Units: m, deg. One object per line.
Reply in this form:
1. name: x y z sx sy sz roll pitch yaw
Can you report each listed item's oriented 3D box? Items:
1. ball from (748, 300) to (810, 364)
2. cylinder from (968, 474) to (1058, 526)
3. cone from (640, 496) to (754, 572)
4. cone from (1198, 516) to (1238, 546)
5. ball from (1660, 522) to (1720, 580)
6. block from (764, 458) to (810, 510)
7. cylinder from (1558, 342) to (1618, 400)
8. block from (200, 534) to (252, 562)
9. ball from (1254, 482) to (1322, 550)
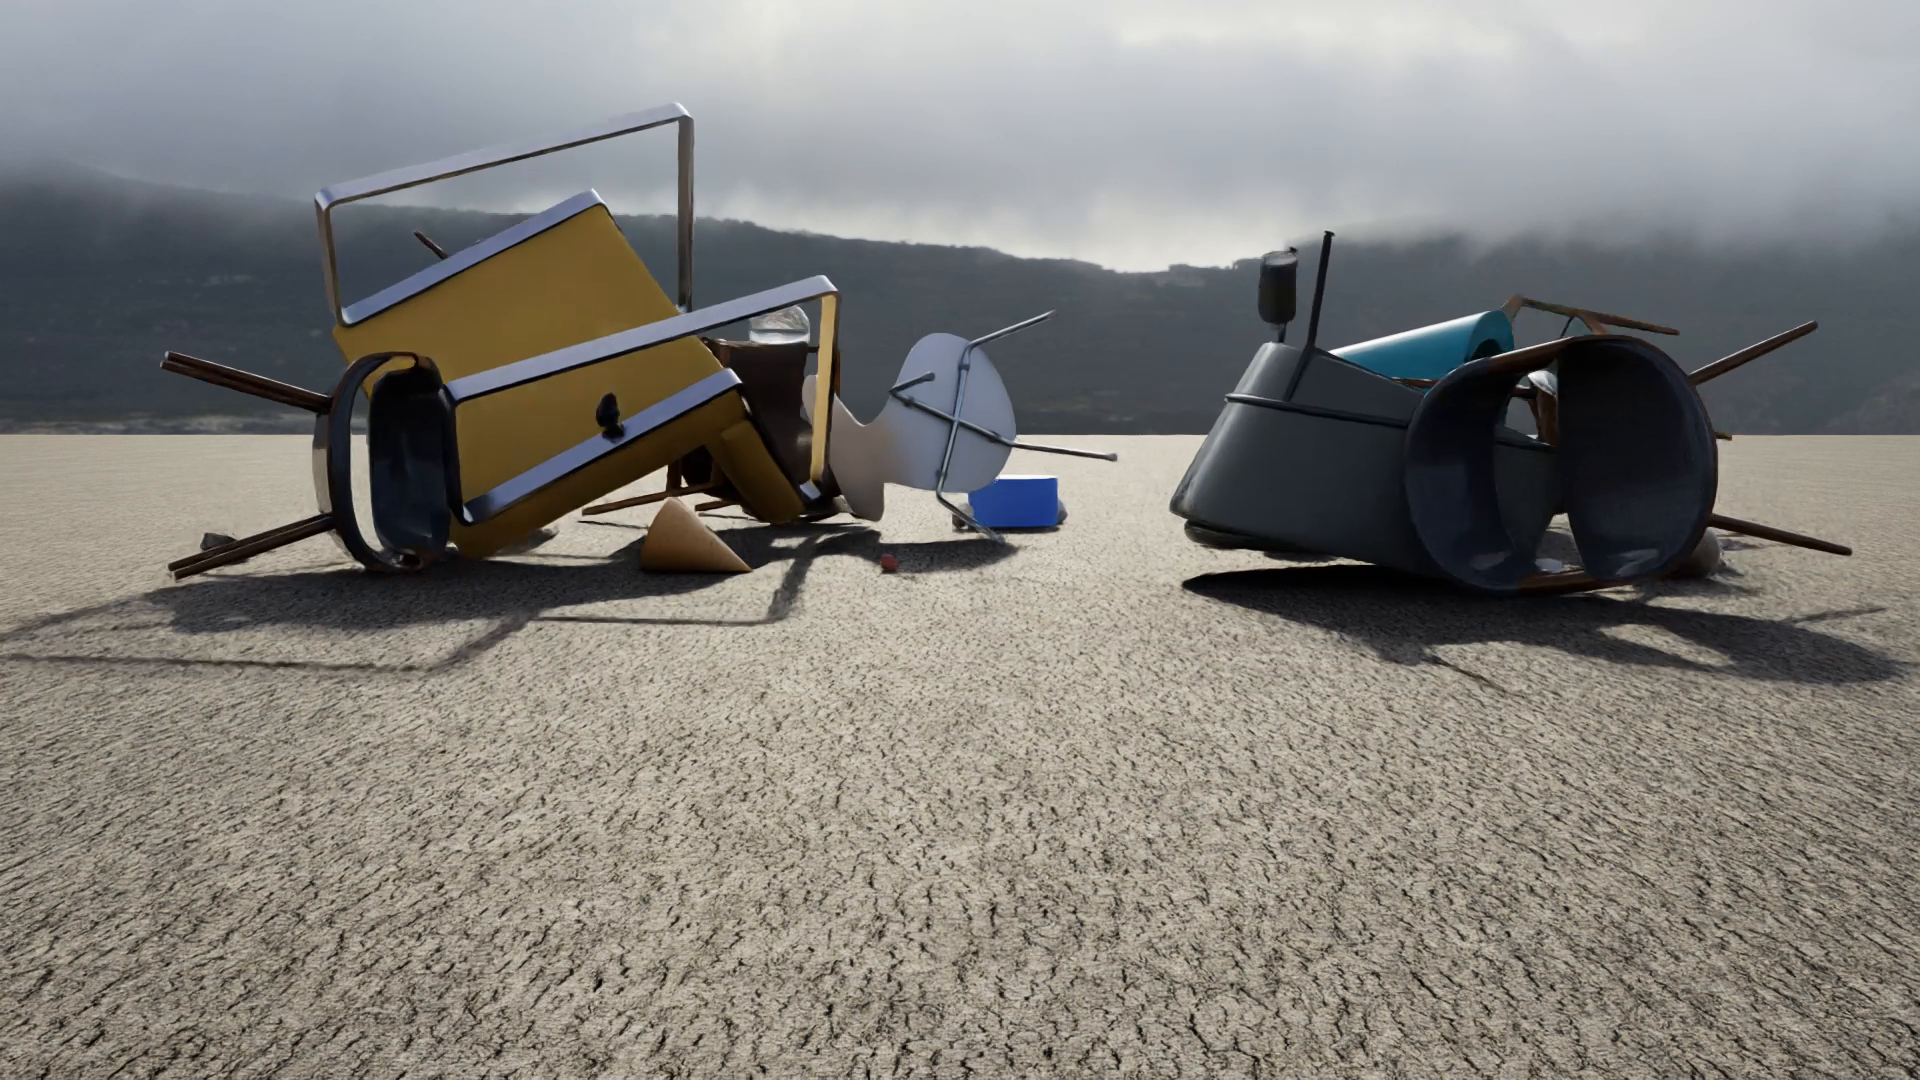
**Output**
1. ball: -0.648 -0.749 7.905 0.224 0.224 0.224 0 4 0
2. cylinder: 0.175 -0.132 7.325 0.298 0.157 0.318 0 4 -7
3. cone: -0.621 0.032 5.398 0.256 0.199 0.256 22 12 5
4. cone: 0.743 -0.007 6.338 0.119 0.067 0.107 -31 -56 29
5. ball: 1.718 0.026 5.175 0.137 0.137 0.137 0 4 0
6. block: -0.643 -0.208 8.189 0.136 0.189 0.109 -3 5 -40
7. cylinder: 1.387 -0.373 4.852 0.113 0.111 0.063 13 53 41
8. block: -1.900 0.020 5.692 0.083 0.041 0.091 3 -21 33
9. ball: 0.916 -0.068 6.137 0.191 0.191 0.191 0 4 0
